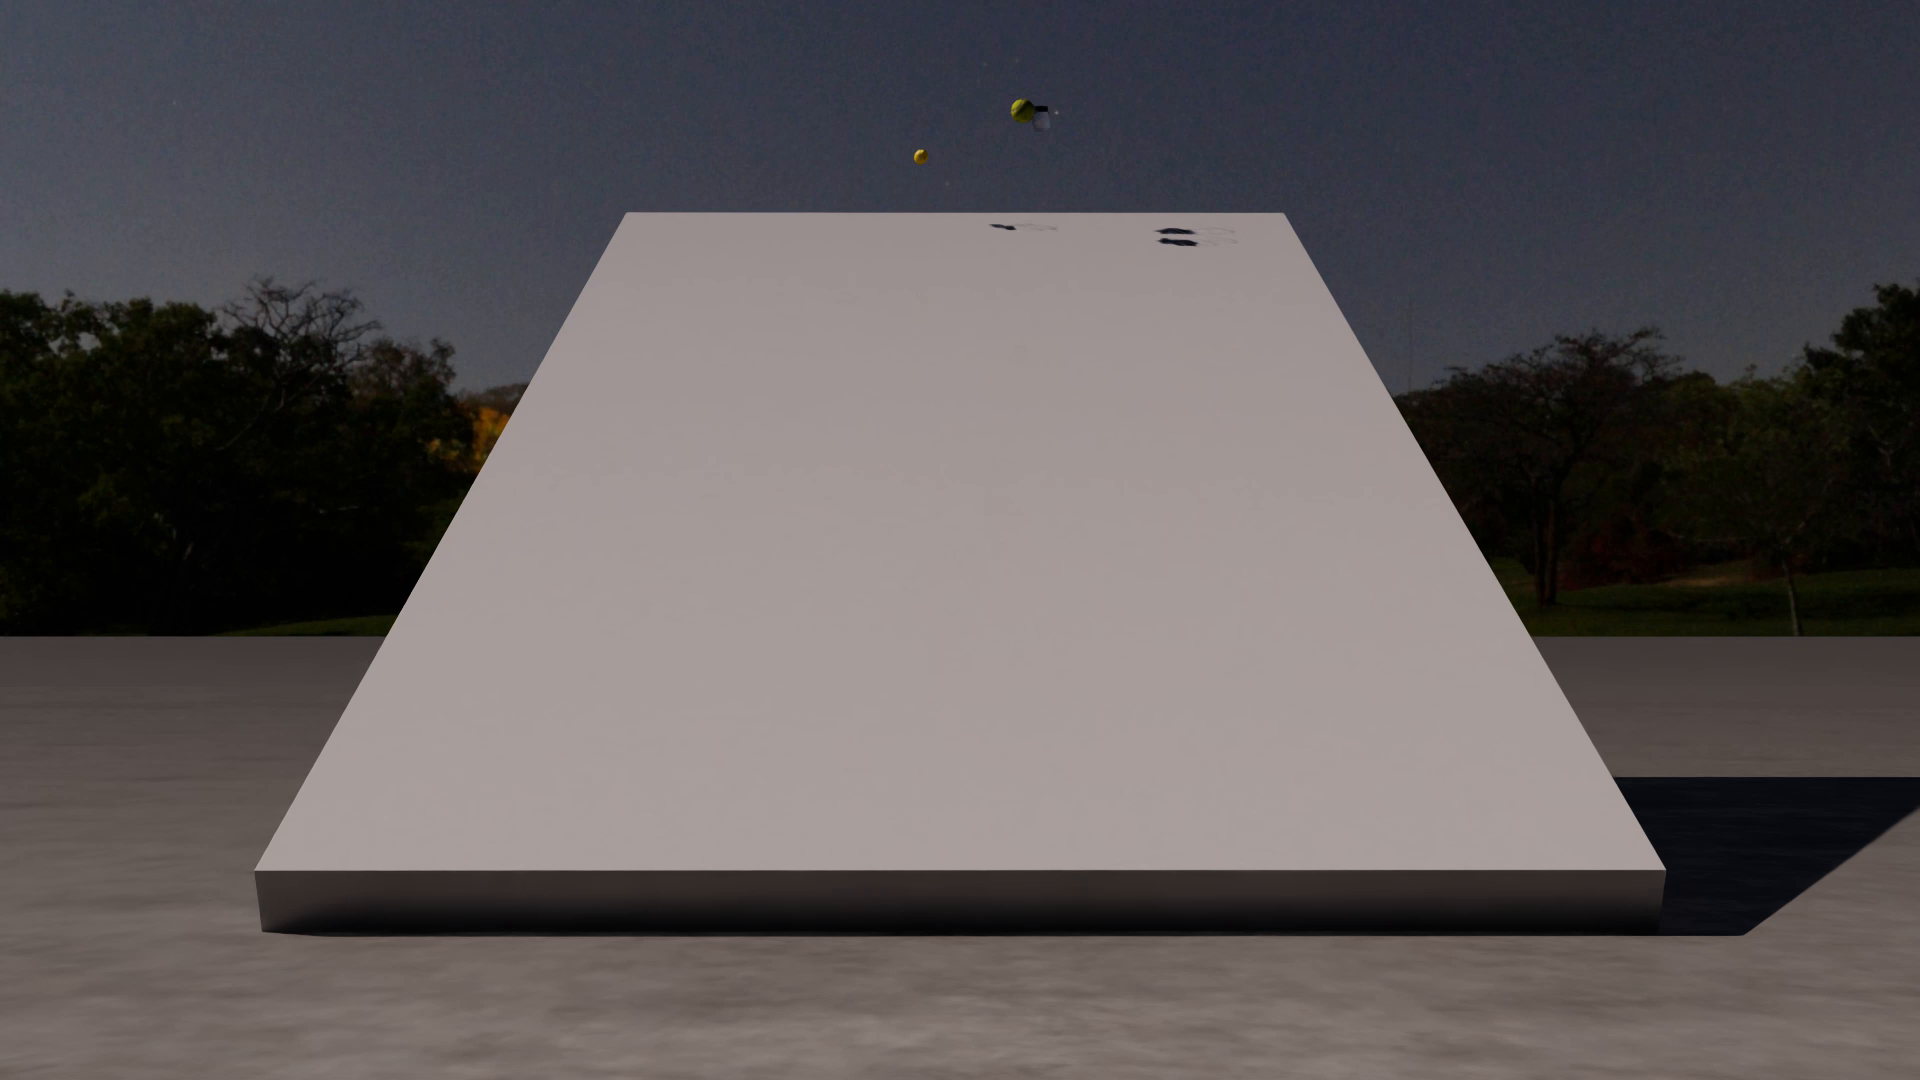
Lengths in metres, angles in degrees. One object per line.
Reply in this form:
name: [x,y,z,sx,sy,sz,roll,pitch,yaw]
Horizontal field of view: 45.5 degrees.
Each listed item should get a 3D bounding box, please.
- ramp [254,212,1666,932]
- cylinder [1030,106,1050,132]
ramp: [-0.006,-0.218,5.120,2.000,0.100,4.000,0,21,0]
cylinder: [0.240,-1.254,6.803,0.054,0.054,0.054,-5,-29,-3]
